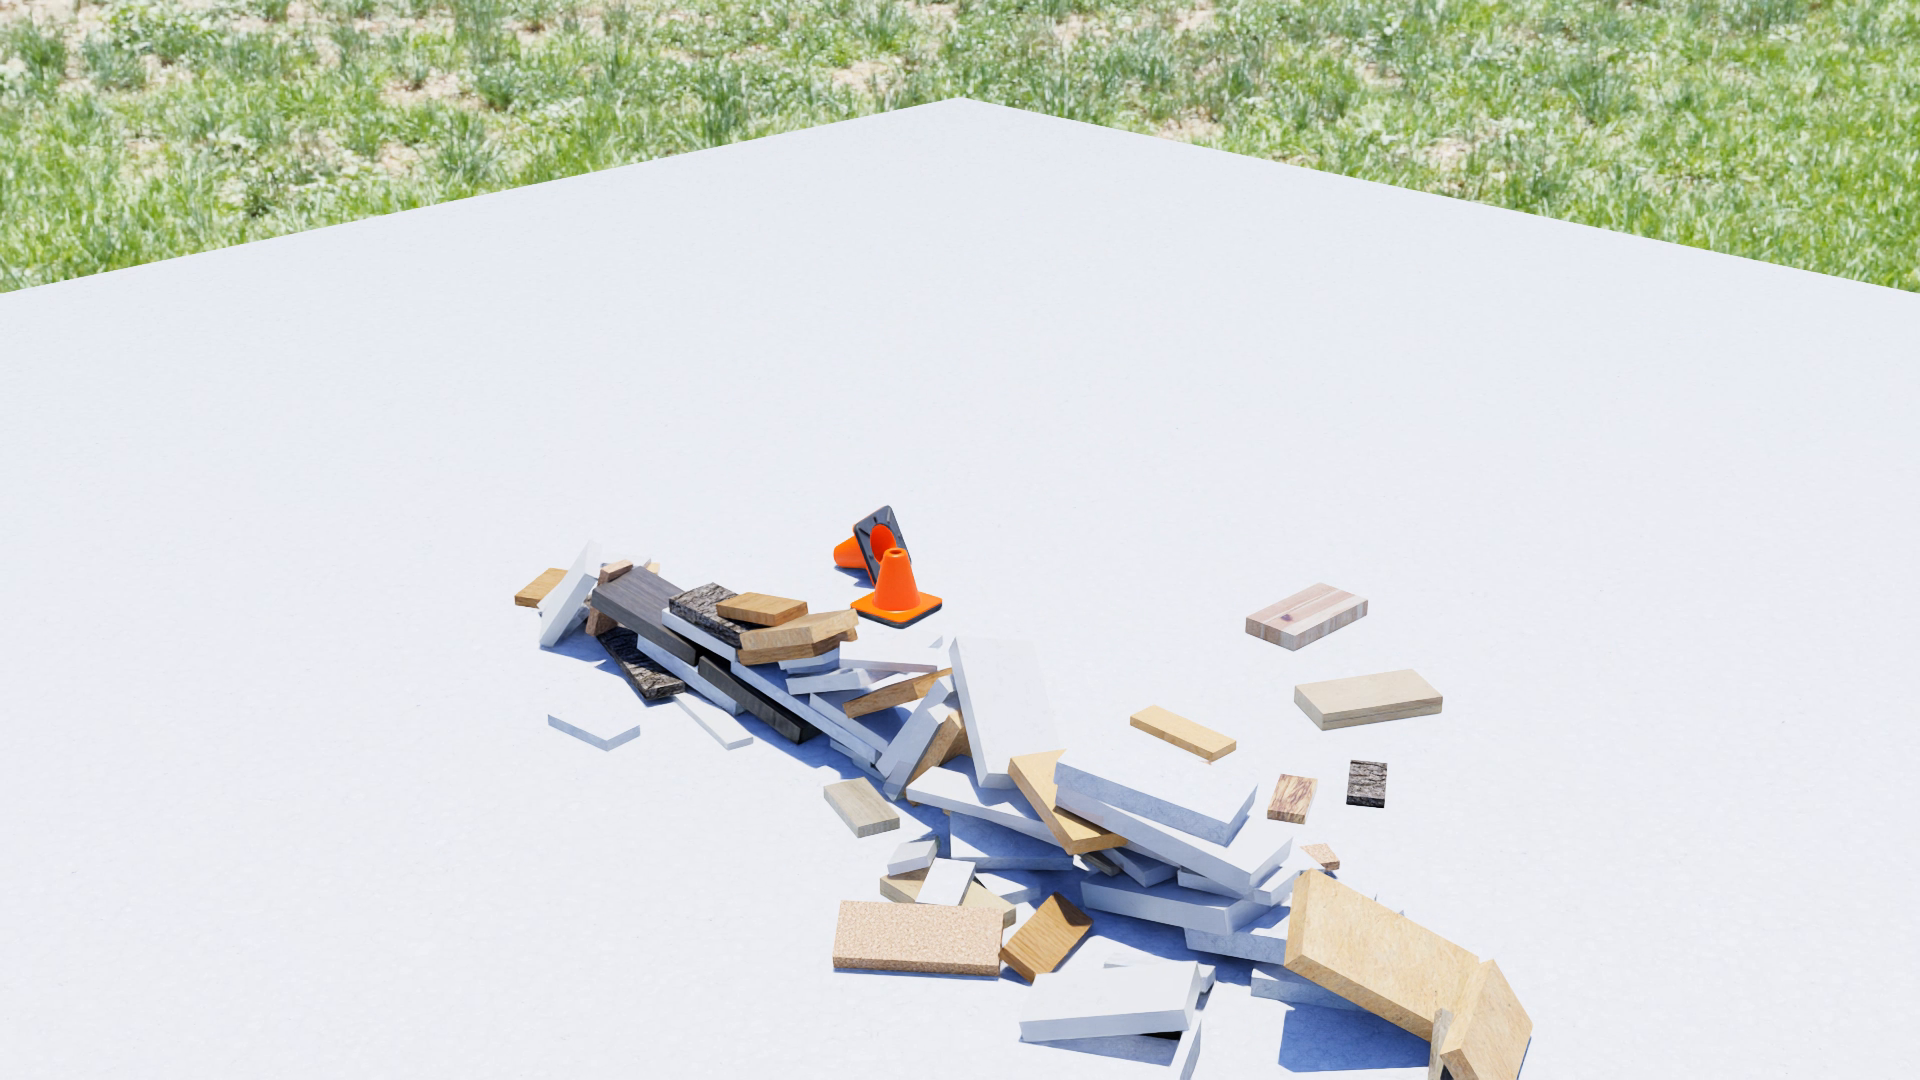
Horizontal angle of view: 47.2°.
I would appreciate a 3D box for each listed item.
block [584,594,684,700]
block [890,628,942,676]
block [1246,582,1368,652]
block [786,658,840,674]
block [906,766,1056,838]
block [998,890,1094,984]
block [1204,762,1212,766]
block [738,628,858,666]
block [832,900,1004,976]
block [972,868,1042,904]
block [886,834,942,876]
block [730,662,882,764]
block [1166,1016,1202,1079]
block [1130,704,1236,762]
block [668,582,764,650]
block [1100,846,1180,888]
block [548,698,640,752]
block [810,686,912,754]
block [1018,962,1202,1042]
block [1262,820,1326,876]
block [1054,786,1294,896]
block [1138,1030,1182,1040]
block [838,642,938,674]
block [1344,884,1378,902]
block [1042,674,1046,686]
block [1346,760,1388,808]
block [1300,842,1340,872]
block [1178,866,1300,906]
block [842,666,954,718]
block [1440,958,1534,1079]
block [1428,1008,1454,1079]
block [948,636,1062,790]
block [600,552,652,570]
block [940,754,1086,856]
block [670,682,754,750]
[{"bbox_3d":[-0.778,0.240,5.118,0.090,0.026,0.552,-11,25,-24],"label":"block"},{"bbox_3d":[-0.121,0.258,5.119,0.090,0.026,0.181,11,25,24],"label":"block"},{"bbox_3d":[0.833,0.182,5.279,0.290,0.041,0.145,-21,31,-40],"label":"block"},{"bbox_3d":[-0.304,0.264,4.711,0.072,0.020,0.143,-19,7,-36],"label":"block"},{"bbox_3d":[0.083,0.502,4.187,0.389,0.026,0.091,10,28,33],"label":"block"},{"bbox_3d":[0.157,0.721,3.979,0.091,0.026,0.212,37,34,12],"label":"block"},{"bbox_3d":[0.455,0.532,4.456,0.138,0.039,0.275,0,23,-1],"label":"block"},{"bbox_3d":[-0.350,0.225,4.721,0.127,0.036,0.254,-21,8,-43],"label":"block"},{"bbox_3d":[-0.074,0.718,3.968,0.298,0.035,0.123,2,45,5],"label":"block"},{"bbox_3d":[0.068,0.638,4.221,0.098,0.028,0.195,-10,25,-23],"label":"block"},{"bbox_3d":[-0.088,0.605,4.225,0.079,0.022,0.157,-15,5,9],"label":"block"},{"bbox_3d":[-0.295,0.344,4.708,0.461,0.035,0.123,28,34,37],"label":"block"},{"bbox_3d":[0.368,0.867,3.626,0.020,0.071,0.186,7,24,16],"label":"block"},{"bbox_3d":[0.481,0.416,4.751,0.079,0.022,0.235,-21,31,-40],"label":"block"},{"bbox_3d":[-0.513,0.166,4.858,0.254,0.036,0.127,23,31,40],"label":"block"},{"bbox_3d":[0.333,0.570,4.133,0.117,0.033,0.234,-17,26,-24],"label":"block"},{"bbox_3d":[-0.796,0.401,4.780,0.192,0.027,0.096,18,29,36],"label":"block"},{"bbox_3d":[-0.190,0.366,4.609,0.121,0.034,0.241,-20,36,-41],"label":"block"},{"bbox_3d":[0.258,0.788,3.758,0.290,0.041,0.145,-9,20,18],"label":"block"},{"bbox_3d":[0.579,0.596,4.174,0.123,0.035,0.247,0,14,-19],"label":"block"},{"bbox_3d":[0.386,0.507,3.989,0.401,0.047,0.167,23,29,27],"label":"block"},{"bbox_3d":[0.357,0.814,3.816,0.071,0.020,0.142,5,24,12],"label":"block"},{"bbox_3d":[-0.148,0.243,4.541,0.202,0.020,0.072,4,26,-4],"label":"block"},{"bbox_3d":[0.701,0.674,4.144,0.155,0.022,0.077,9,25,20],"label":"block"},{"bbox_3d":[0.110,0.358,4.335,0.123,0.035,0.247,13,44,-16],"label":"block"},{"bbox_3d":[0.842,0.503,4.546,0.077,0.022,0.155,5,23,11],"label":"block"},{"bbox_3d":[0.653,0.617,4.231,0.138,0.020,0.069,-6,24,-13],"label":"block"},{"bbox_3d":[0.500,0.606,3.947,0.195,0.028,0.098,7,21,39],"label":"block"},{"bbox_3d":[-0.120,0.312,4.502,0.121,0.034,0.241,-20,0,-41],"label":"block"},{"bbox_3d":[0.874,0.827,3.640,0.039,0.138,0.275,-28,7,32],"label":"block"},{"bbox_3d":[0.810,0.848,3.625,0.069,0.020,0.138,29,48,-13],"label":"block"},{"bbox_3d":[0.092,0.336,4.285,0.167,0.047,0.334,5,47,-21],"label":"block"},{"bbox_3d":[-0.849,0.057,5.559,0.123,0.017,0.062,5,24,12],"label":"block"},{"bbox_3d":[0.115,0.507,4.246,0.410,0.035,0.123,15,31,40],"label":"block"},{"bbox_3d":[-0.653,0.320,4.985,0.062,0.017,0.701,-13,26,-29],"label":"block"}]
